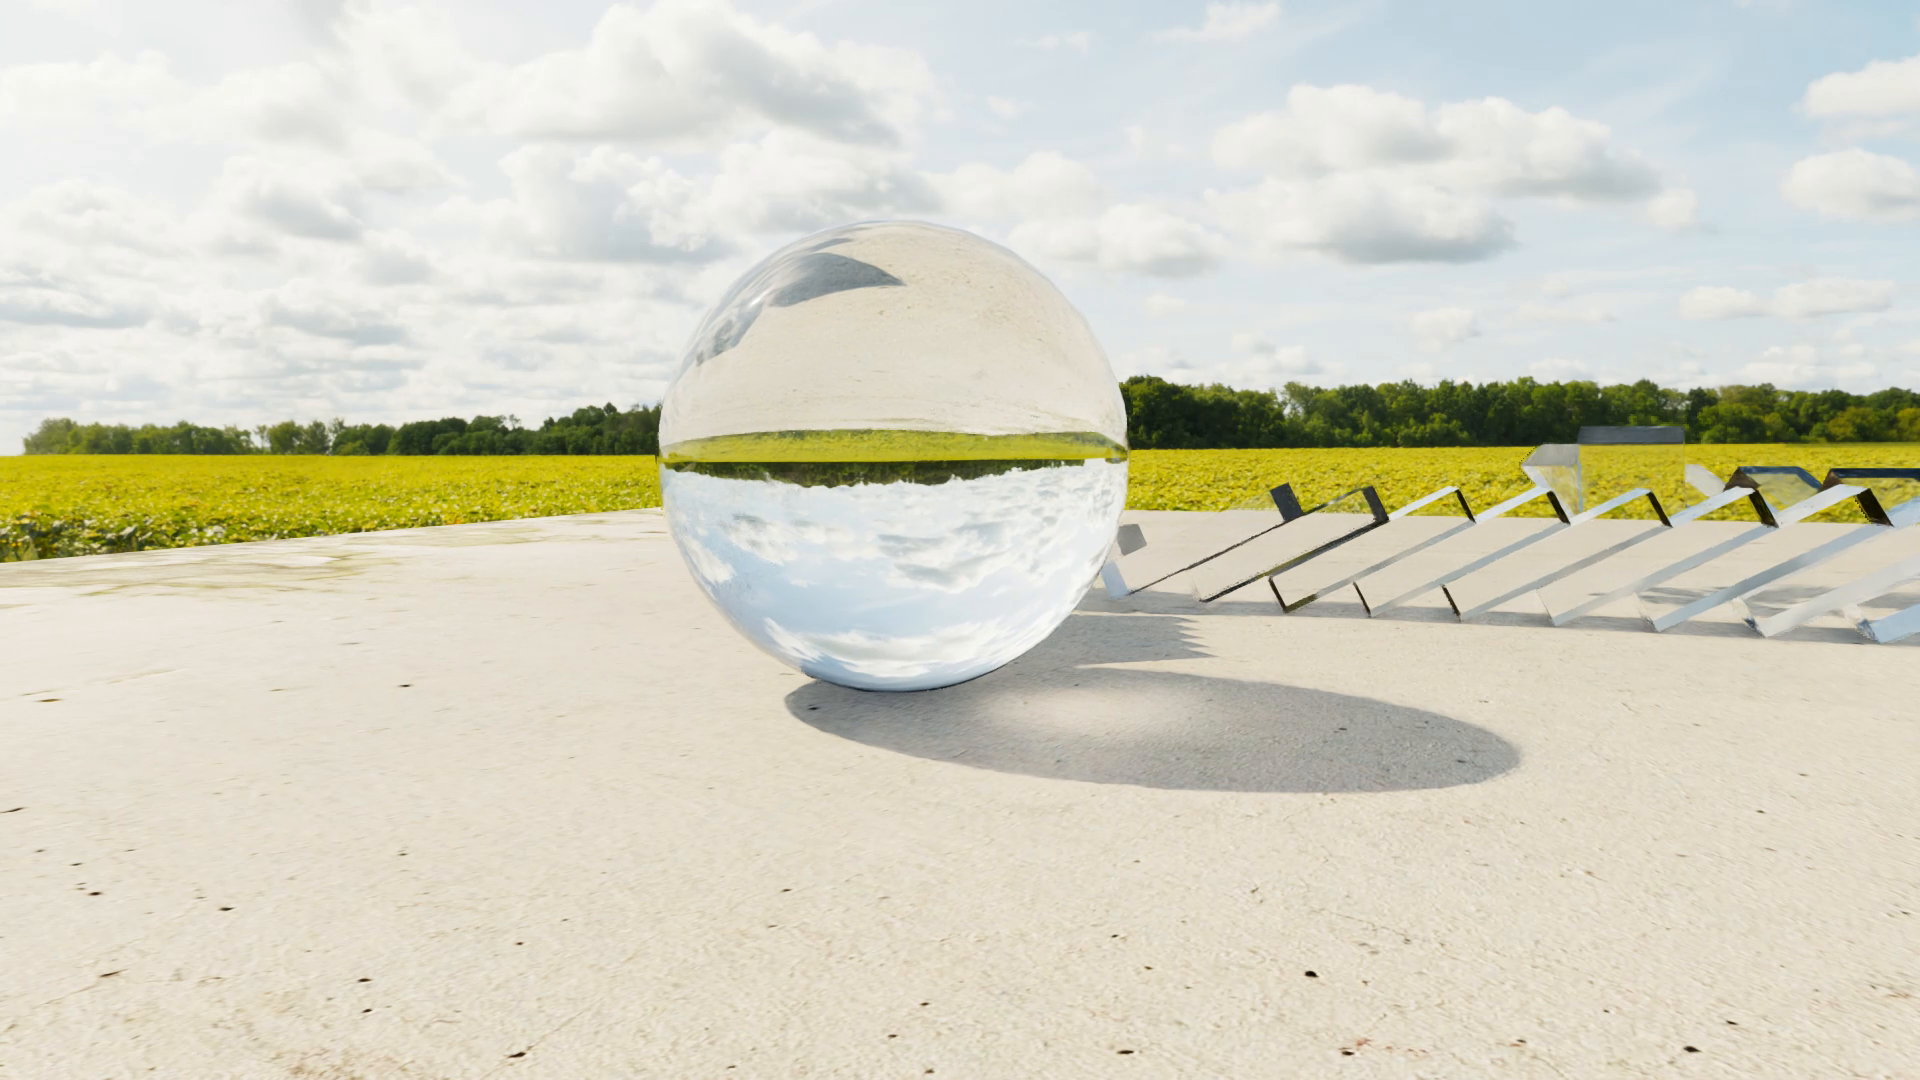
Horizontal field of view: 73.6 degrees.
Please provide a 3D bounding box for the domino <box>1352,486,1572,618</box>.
[{"bbox_3d":[0.123,0.003,0.319,0.050,0.010,0.025,-28,-4,17],"label":"domino"}]

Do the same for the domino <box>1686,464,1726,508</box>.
[{"bbox_3d":[0.235,-0.005,0.386,0.025,0.010,0.050,-2,39,-36],"label":"domino"}]

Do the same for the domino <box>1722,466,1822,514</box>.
[{"bbox_3d":[0.249,-0.003,0.370,0.025,0.009,0.050,-1,38,-18],"label":"domino"}]

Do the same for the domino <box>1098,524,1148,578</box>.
[{"bbox_3d":[0.031,0.006,0.357,0.025,0.009,0.050,-28,-11,30],"label":"domino"}]

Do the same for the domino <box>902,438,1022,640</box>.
[{"bbox_3d":[0.001,-0.001,0.292,0.025,0.050,0.009,0,-37,4],"label":"domino"}]

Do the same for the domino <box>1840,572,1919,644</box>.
[{"bbox_3d":[0.218,0.004,0.275,0.050,0.010,0.025,-30,-3,22],"label":"domino"}]

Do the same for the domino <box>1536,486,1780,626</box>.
[{"bbox_3d":[0.162,0.004,0.302,0.050,0.009,0.025,-29,-7,21],"label":"domino"}]

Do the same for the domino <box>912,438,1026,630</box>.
[{"bbox_3d":[0.003,-0.002,0.304,0.025,0.050,0.010,0,-37,4],"label":"domino"}]

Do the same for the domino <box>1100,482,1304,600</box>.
[{"bbox_3d":[0.063,0.001,0.340,0.050,0.009,0.025,-24,-3,-6],"label":"domino"}]

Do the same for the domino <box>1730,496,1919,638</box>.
[{"bbox_3d":[0.199,0.004,0.284,0.050,0.010,0.025,-30,-5,21],"label":"domino"}]

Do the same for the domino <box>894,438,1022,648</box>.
[{"bbox_3d":[0.000,0.000,0.279,0.025,0.050,0.009,0,-37,4],"label":"domino"}]

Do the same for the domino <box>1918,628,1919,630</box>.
[{"bbox_3d":[0.239,0.003,0.289,0.050,0.009,0.025,-36,13,-10],"label":"domino"}]

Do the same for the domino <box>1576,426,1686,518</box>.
[{"bbox_3d":[0.185,-0.008,0.353,0.025,0.050,0.009,3,37,33],"label":"domino"}]

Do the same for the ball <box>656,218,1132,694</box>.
[{"bbox_3d":[-0.011,-0.014,0.220,0.080,0.080,0.080,0,4,0],"label":"ball"}]

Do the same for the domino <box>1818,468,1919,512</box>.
[{"bbox_3d":[0.261,-0.002,0.351,0.025,0.009,0.050,1,38,4],"label":"domino"}]

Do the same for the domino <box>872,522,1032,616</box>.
[{"bbox_3d":[-0.003,0.007,0.342,0.025,0.009,0.050,-32,14,-16],"label":"domino"}]

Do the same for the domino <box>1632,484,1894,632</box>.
[{"bbox_3d":[0.181,0.004,0.294,0.050,0.010,0.025,-30,-7,21],"label":"domino"}]

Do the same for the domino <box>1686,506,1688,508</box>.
[{"bbox_3d":[0.209,-0.006,0.381,0.050,0.010,0.025,42,10,5],"label":"domino"}]

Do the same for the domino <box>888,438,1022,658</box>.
[{"bbox_3d":[0.000,0.001,0.267,0.025,0.050,0.010,0,-37,4],"label":"domino"}]

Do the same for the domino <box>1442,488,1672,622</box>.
[{"bbox_3d":[0.143,0.003,0.310,0.050,0.010,0.025,-29,-7,21],"label":"domino"}]

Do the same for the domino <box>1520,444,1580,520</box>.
[{"bbox_3d":[0.190,-0.007,0.375,0.009,0.050,0.025,-45,9,-4],"label":"domino"}]

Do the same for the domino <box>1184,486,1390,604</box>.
[{"bbox_3d":[0.084,0.001,0.334,0.050,0.009,0.025,-25,-3,6],"label":"domino"}]

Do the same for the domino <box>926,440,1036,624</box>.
[{"bbox_3d":[0.006,-0.003,0.317,0.025,0.050,0.009,0,-37,4],"label":"domino"}]

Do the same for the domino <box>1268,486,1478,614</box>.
[{"bbox_3d":[0.104,0.002,0.326,0.050,0.009,0.025,-28,-4,15],"label":"domino"}]
